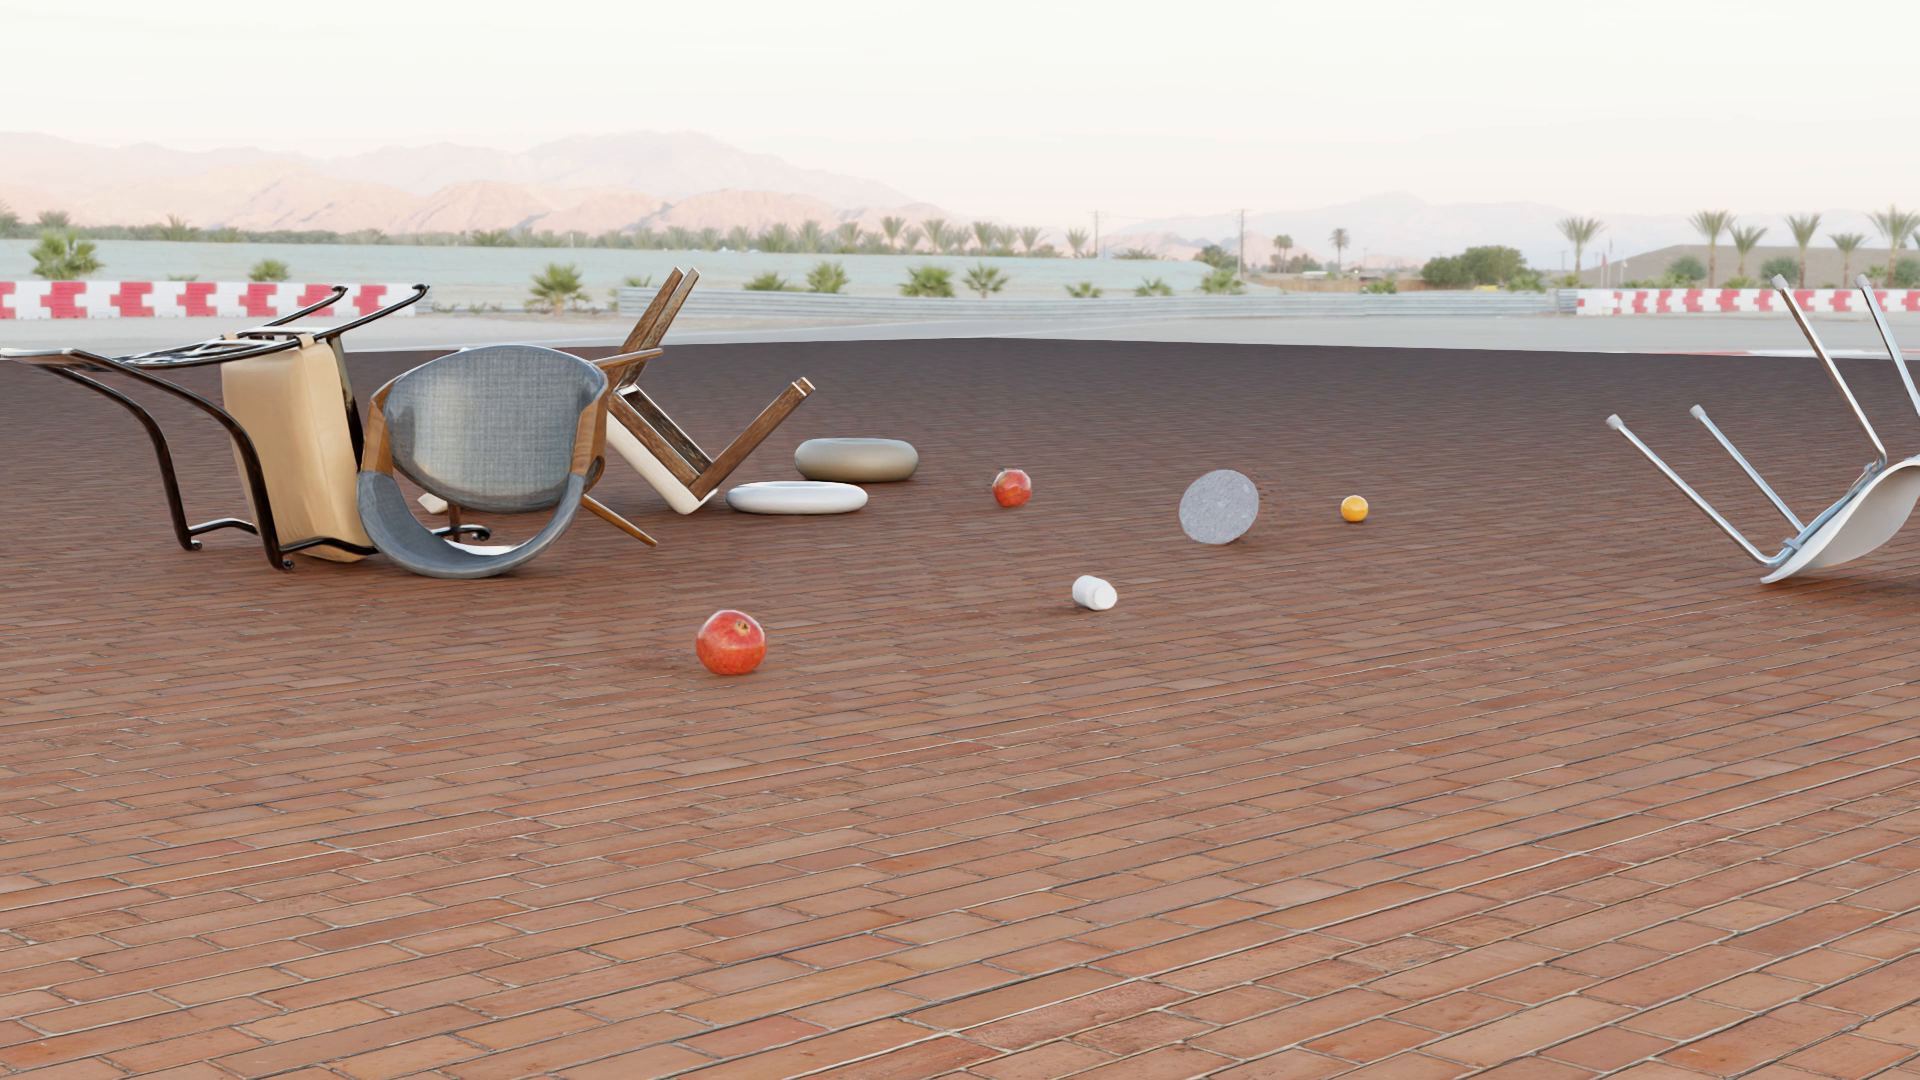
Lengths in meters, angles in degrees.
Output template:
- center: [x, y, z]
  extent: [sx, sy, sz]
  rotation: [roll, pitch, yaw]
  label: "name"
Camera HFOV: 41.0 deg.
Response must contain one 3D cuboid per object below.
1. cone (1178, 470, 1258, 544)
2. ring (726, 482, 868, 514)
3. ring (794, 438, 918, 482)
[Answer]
- center: [0.670, -0.043, 6.403]
  extent: [0.205, 0.207, 0.166]
  rotation: [-36, -36, 3]
  label: "cone"
- center: [-0.459, -0.118, 7.195]
  extent: [0.411, 0.075, 0.354]
  rotation: [2, 5, 23]
  label: "ring"
- center: [-0.336, -0.259, 8.306]
  extent: [0.402, 0.129, 0.433]
  rotation: [0, 5, -14]
  label: "ring"
